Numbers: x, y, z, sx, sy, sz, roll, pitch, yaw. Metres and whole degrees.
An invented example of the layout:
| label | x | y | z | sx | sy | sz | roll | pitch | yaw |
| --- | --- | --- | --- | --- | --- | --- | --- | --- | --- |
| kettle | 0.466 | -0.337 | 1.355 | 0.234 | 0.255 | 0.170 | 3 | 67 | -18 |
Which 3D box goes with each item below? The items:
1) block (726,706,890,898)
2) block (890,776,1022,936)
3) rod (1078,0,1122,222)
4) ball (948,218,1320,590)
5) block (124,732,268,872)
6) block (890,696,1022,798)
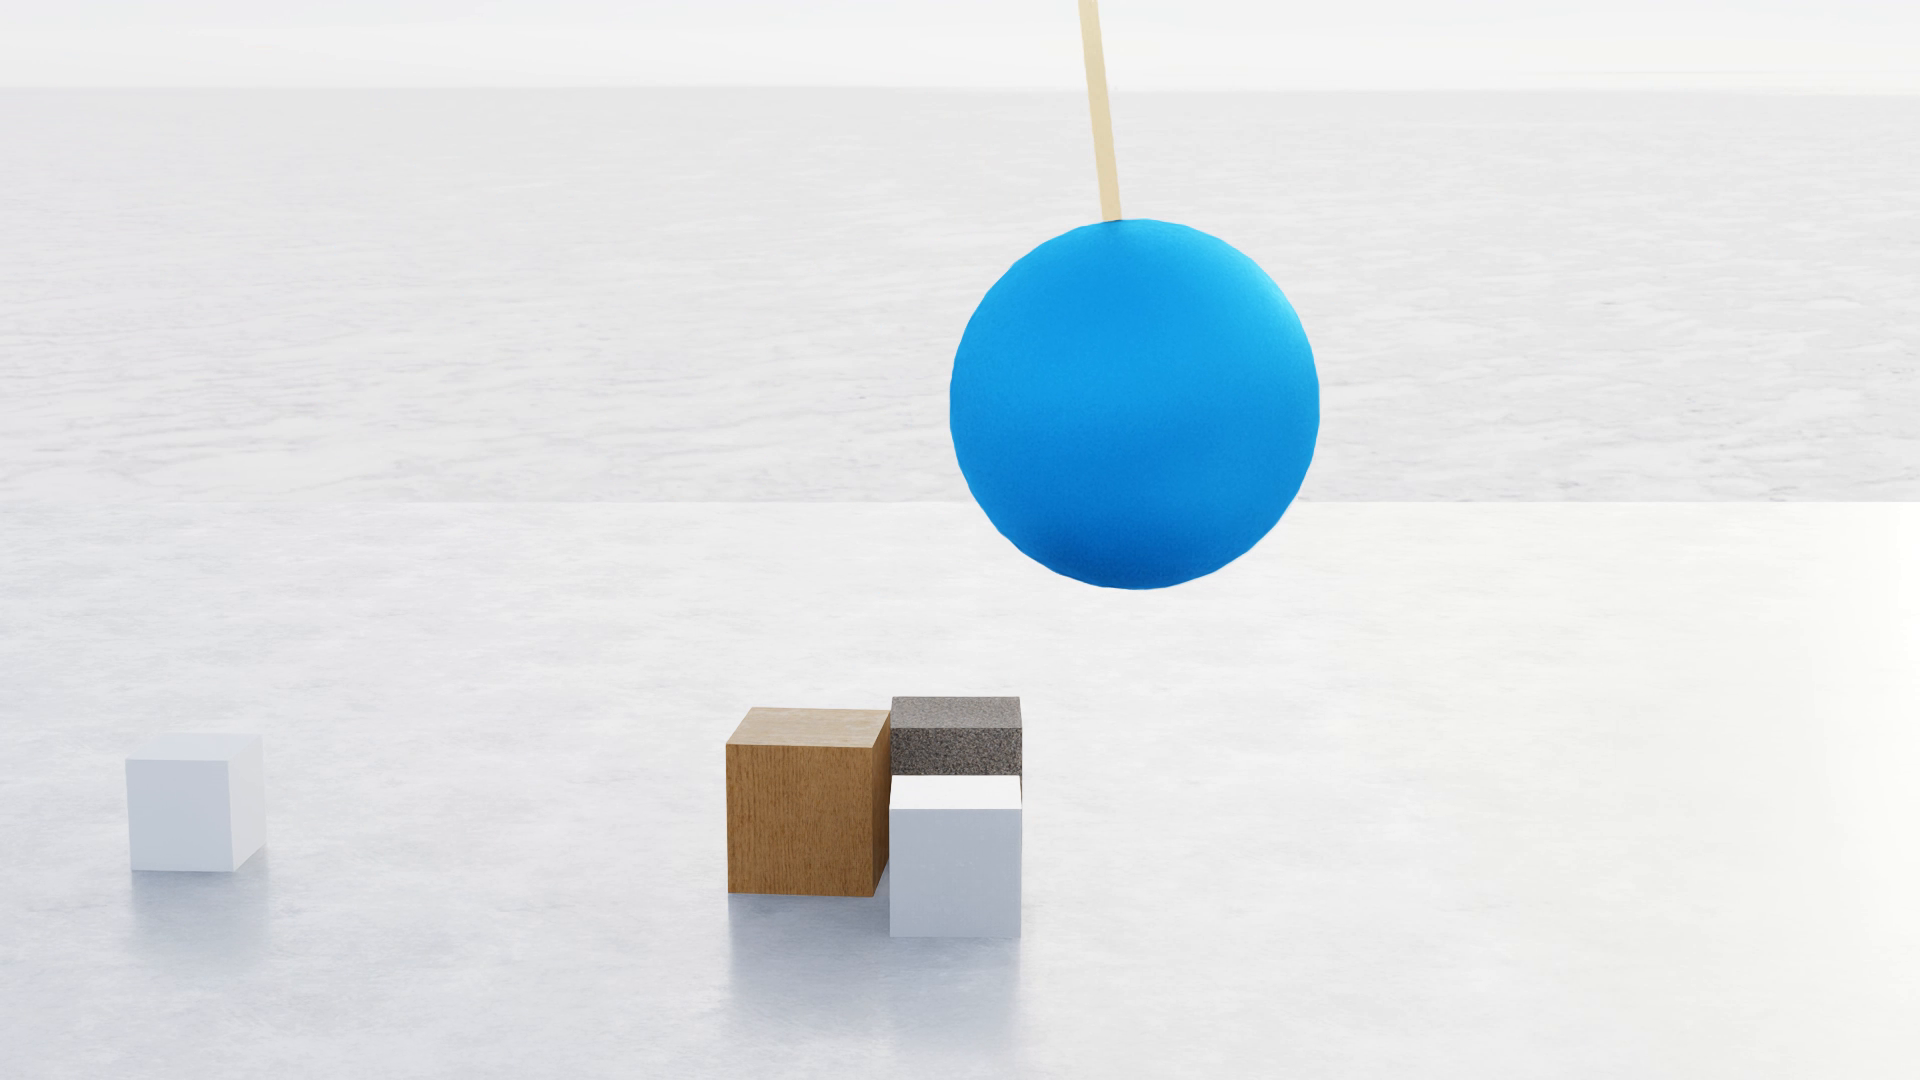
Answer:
| label | x | y | z | sx | sy | sz | roll | pitch | yaw |
| --- | --- | --- | --- | --- | --- | --- | --- | --- | --- |
| block | -0.661 | 1.150 | 11.373 | 0.635 | 0.667 | 0.661 | 1 | 10 | 5 |
| block | -0.018 | 1.322 | 10.769 | 0.541 | 0.547 | 0.502 | 0 | 10 | 0 |
| rod | 0.325 | -3.902 | 10.471 | 0.080 | 5.200 | 0.080 | -7 | 10 | 1 |
| ball | 0.749 | -0.583 | 11.074 | 1.600 | 1.600 | 1.600 | 0 | 10 | 0 |
| block | -3.457 | 1.182 | 11.634 | 0.465 | 0.511 | 0.472 | 1 | 10 | 3 |
| block | -0.019 | 1.084 | 11.979 | 0.607 | 0.581 | 0.601 | 0 | 10 | 0 |
